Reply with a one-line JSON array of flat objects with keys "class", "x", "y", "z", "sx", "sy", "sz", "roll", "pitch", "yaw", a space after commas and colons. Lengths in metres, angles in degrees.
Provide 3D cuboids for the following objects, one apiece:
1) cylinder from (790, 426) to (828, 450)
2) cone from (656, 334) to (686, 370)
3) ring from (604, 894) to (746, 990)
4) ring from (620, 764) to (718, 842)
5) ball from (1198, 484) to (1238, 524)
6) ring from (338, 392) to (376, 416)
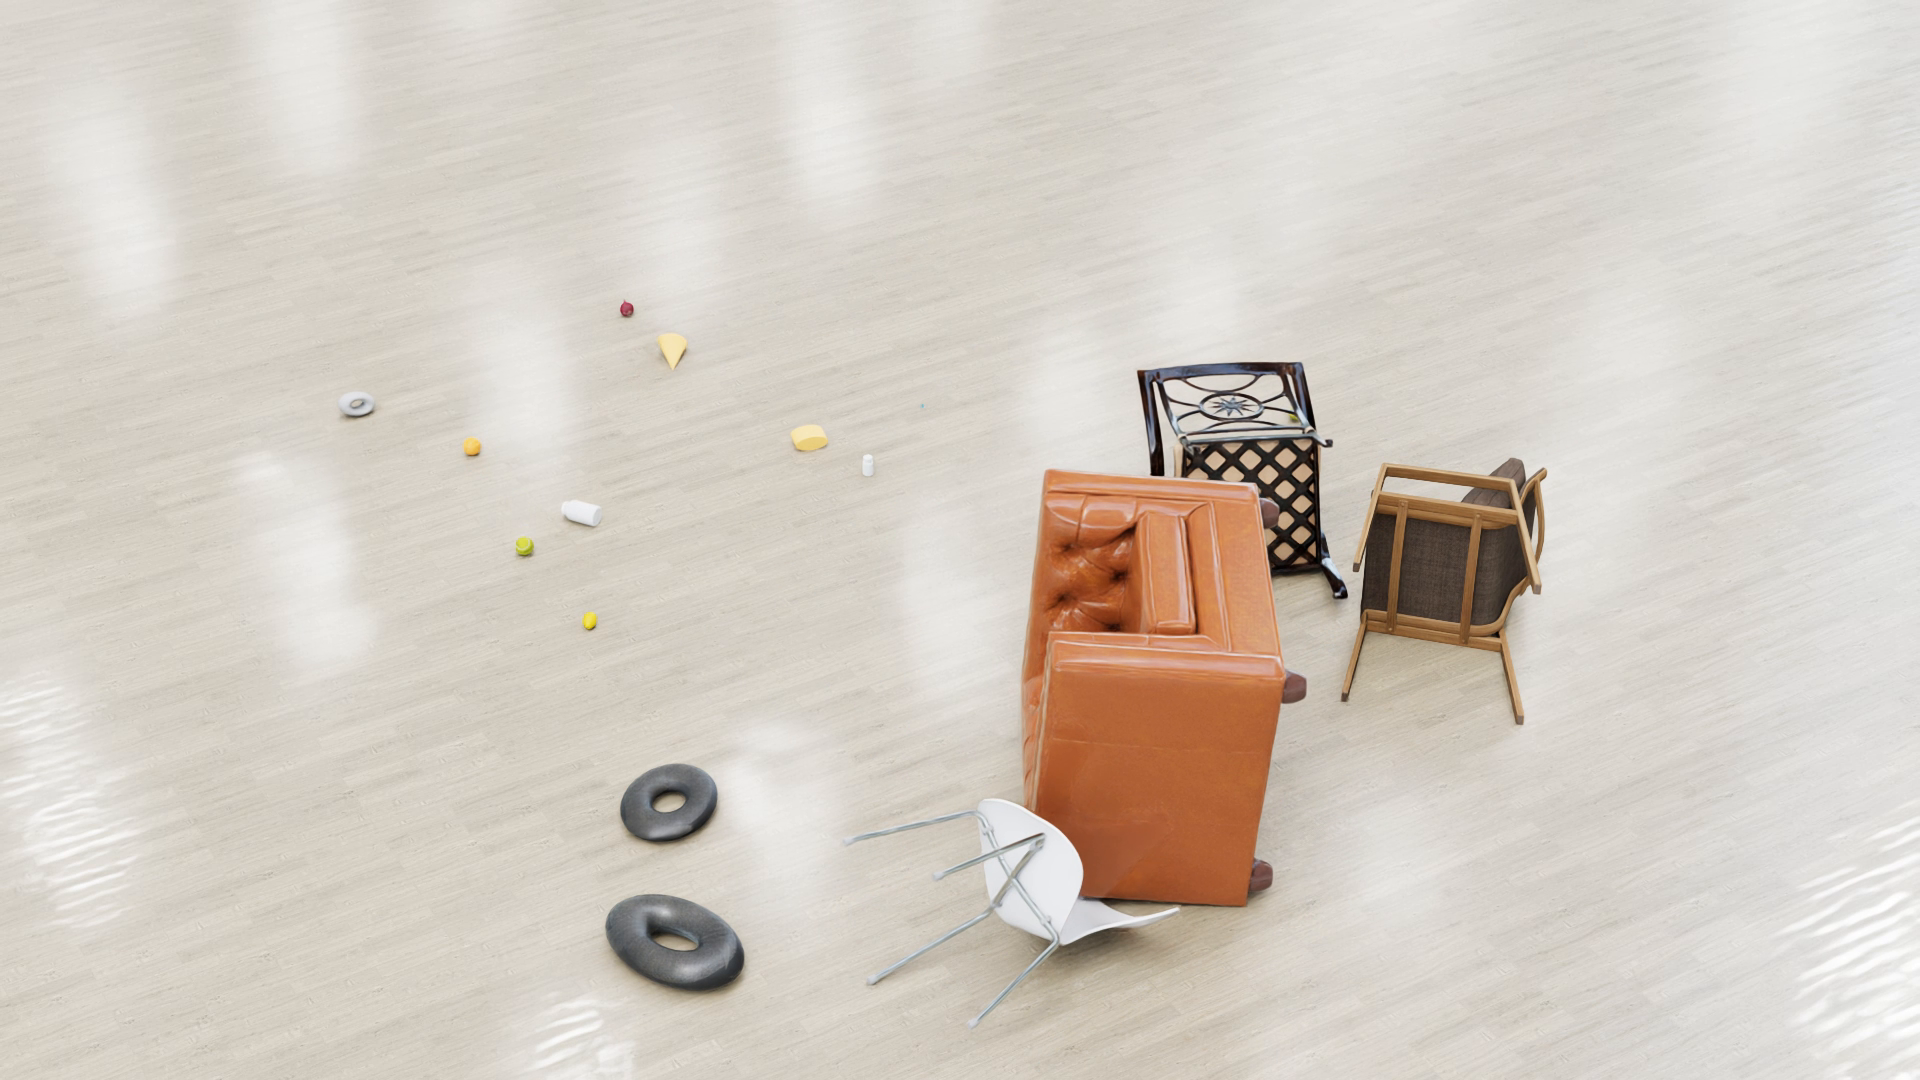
[{"class": "cylinder", "x": -0.591, "y": -0.401, "z": 11.501, "sx": 0.130, "sy": 0.058, "sz": 0.092, "roll": -10, "pitch": 35, "yaw": -13}, {"class": "cone", "x": -1.182, "y": -0.756, "z": 12.050, "sx": 0.128, "sy": 0.089, "sz": 0.169, "roll": 12, "pitch": 46, "yaw": -21}, {"class": "ring", "x": -0.874, "y": 1.230, "z": 8.981, "sx": 0.506, "sy": 0.109, "sz": 0.324, "roll": 23, "pitch": 39, "yaw": 32}, {"class": "ring", "x": -0.951, "y": 0.857, "z": 9.585, "sx": 0.314, "sy": 0.066, "sz": 0.389, "roll": 6, "pitch": 34, "yaw": 11}, {"class": "ball", "x": 0.972, "y": -0.134, "z": 11.011, "sx": 0.150, "sy": 0.150, "sz": 0.150, "roll": 0, "pitch": 33, "yaw": 0}, {"class": "ring", "x": -2.405, "y": -0.544, "z": 11.687, "sx": 0.150, "sy": 0.094, "sz": 0.078, "roll": -6, "pitch": 20, "yaw": -31}]
